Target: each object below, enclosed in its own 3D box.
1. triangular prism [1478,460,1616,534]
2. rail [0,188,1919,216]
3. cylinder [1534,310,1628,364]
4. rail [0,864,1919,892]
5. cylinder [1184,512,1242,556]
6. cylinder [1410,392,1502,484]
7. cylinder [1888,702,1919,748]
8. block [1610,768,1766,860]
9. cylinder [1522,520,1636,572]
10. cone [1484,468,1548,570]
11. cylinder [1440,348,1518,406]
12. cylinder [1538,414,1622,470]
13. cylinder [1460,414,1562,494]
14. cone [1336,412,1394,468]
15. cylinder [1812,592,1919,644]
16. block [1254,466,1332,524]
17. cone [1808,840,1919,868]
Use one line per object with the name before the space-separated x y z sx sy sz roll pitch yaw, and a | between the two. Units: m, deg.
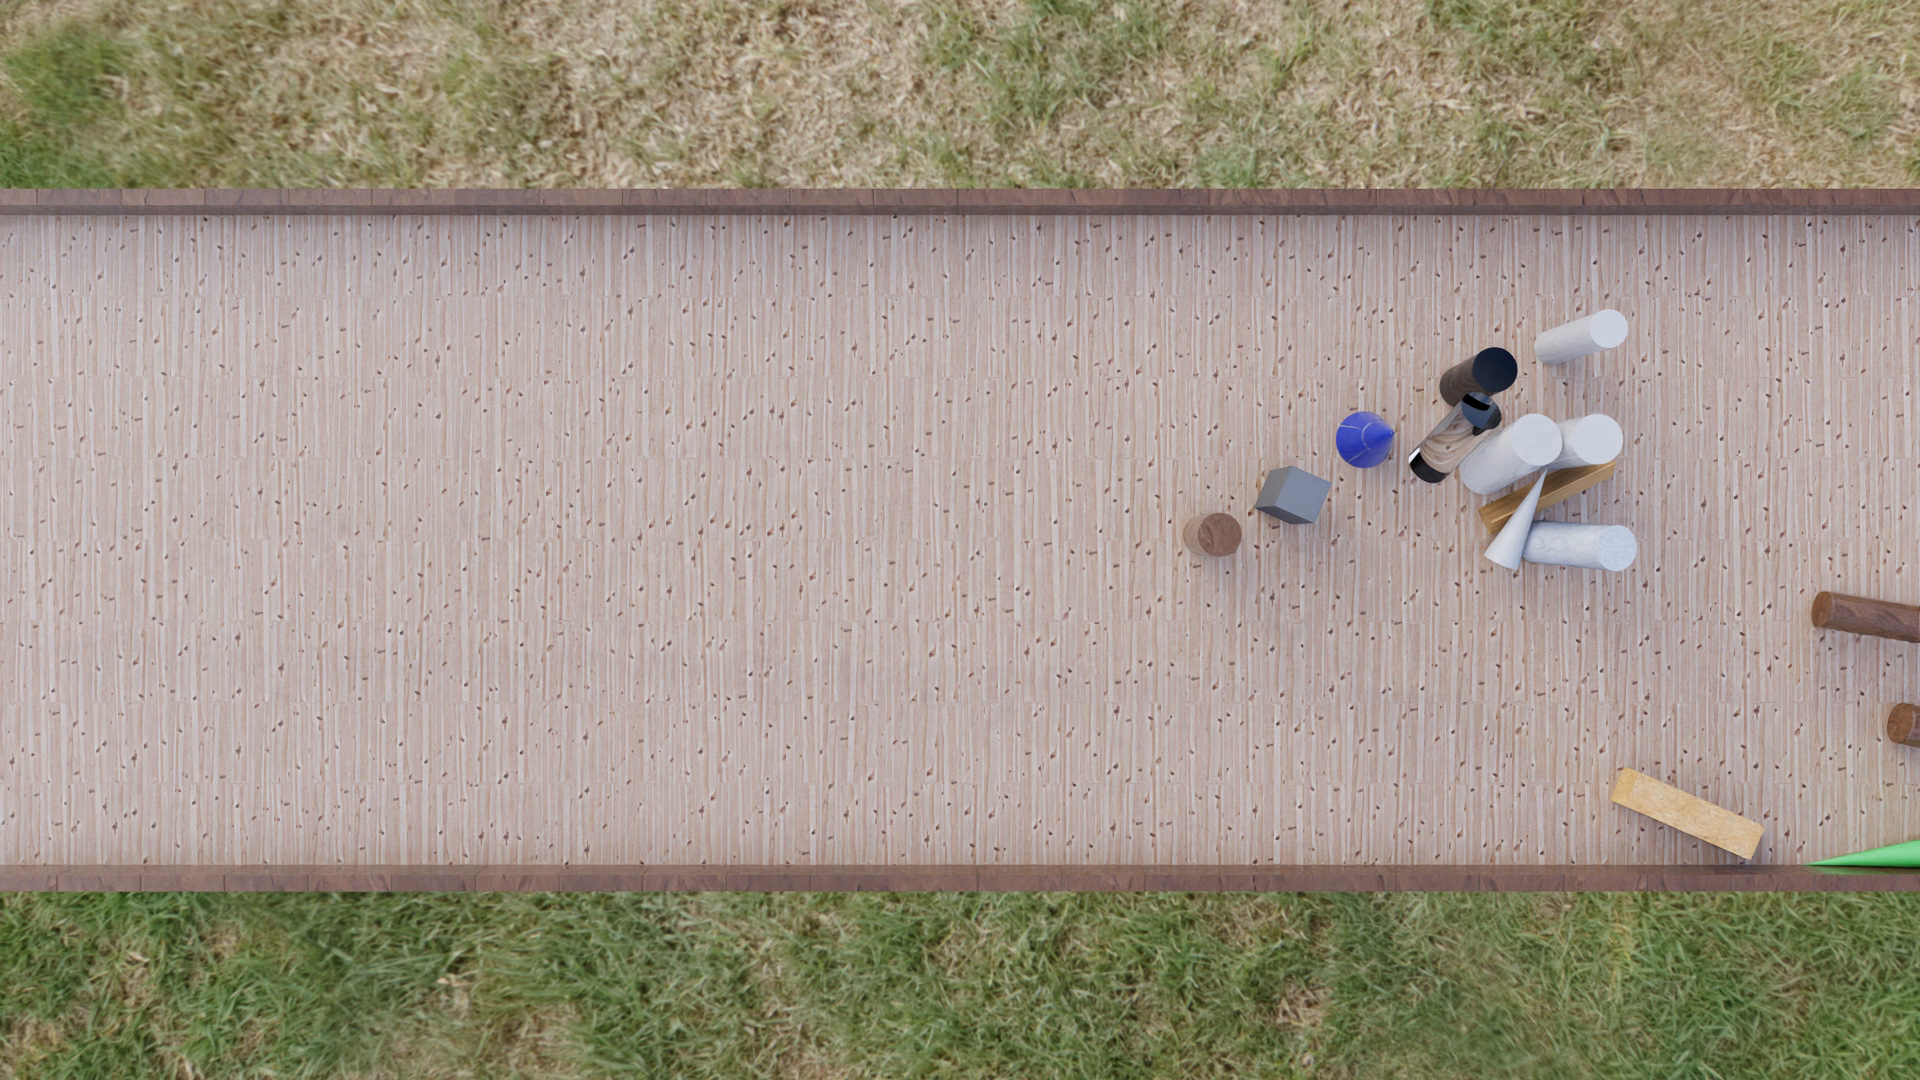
triangular prism | 1.800 -0.145 5.037 0.419 0.075 0.087 -26 90 0
rail | -2.247 -1.025 5.002 12.000 0.150 0.050 0 90 0
cylinder | 1.821 -0.593 4.853 0.109 0.447 0.109 0 90 0
rail | -2.247 1.025 5.001 12.000 0.150 0.050 0 90 0
cylinder | 0.751 -0.015 4.921 0.128 0.311 0.128 0 90 0
cylinder | 1.471 -0.301 4.910 0.128 0.313 0.128 7 61 -13
cylinder | 3.044 0.598 5.014 0.384 0.125 0.125 13 90 0
block | 2.213 0.832 5.021 0.413 0.111 0.111 23 90 0
cylinder | 1.818 0.014 4.875 0.131 0.383 0.131 -1 93 -15
cone | 1.703 -0.078 4.978 0.109 0.109 0.320 21 107 0
cylinder | 1.542 -0.481 4.918 0.132 0.309 0.132 0 86 -1
cylinder | 1.799 -0.284 4.861 0.142 0.429 0.142 0 90 1
cylinder | 1.624 -0.250 4.879 0.153 0.369 0.153 1 78 -6
cone | 1.244 -0.309 4.898 0.176 0.357 0.176 0 90 0
cylinder | 2.831 0.246 5.021 0.426 0.111 0.111 9 90 0
block | 0.987 -0.131 4.907 0.126 0.338 0.126 24 90 0
cone | 2.806 0.973 5.050 0.437 0.106 0.106 -7 90 7
